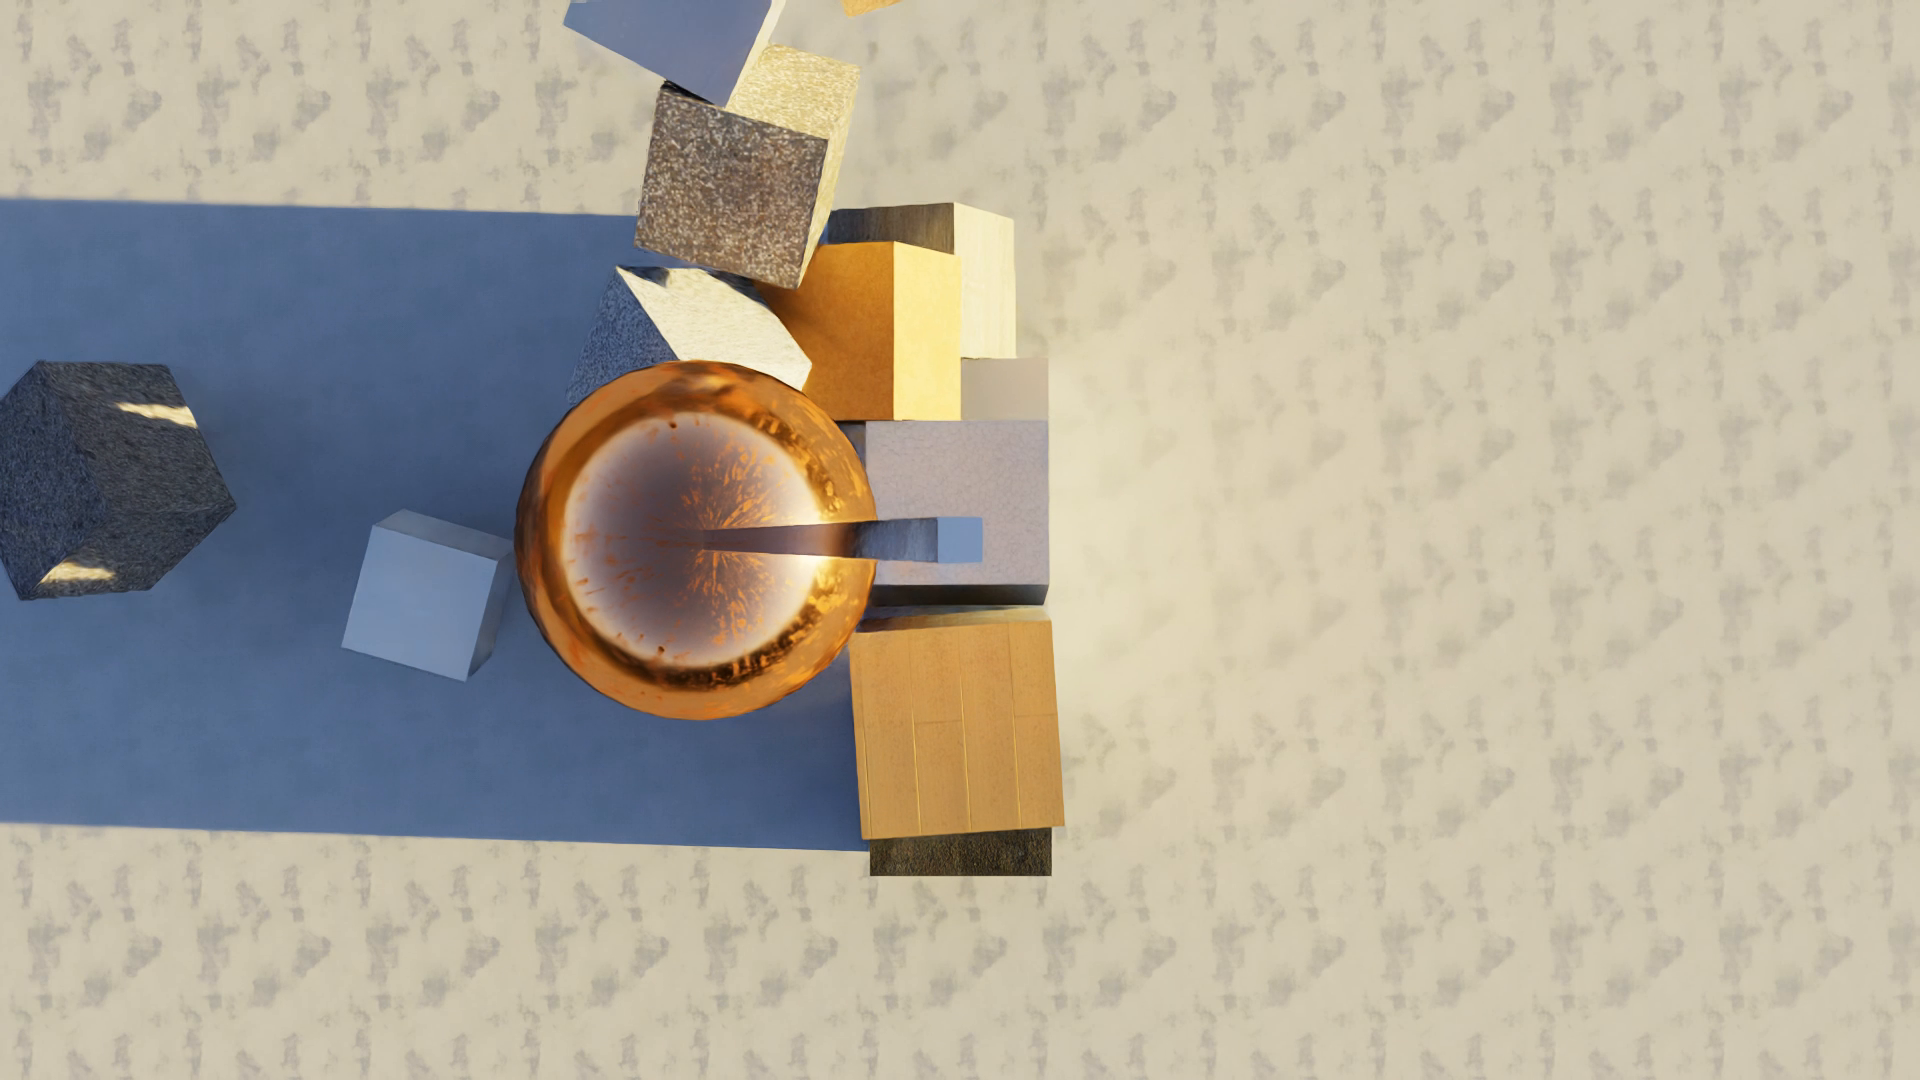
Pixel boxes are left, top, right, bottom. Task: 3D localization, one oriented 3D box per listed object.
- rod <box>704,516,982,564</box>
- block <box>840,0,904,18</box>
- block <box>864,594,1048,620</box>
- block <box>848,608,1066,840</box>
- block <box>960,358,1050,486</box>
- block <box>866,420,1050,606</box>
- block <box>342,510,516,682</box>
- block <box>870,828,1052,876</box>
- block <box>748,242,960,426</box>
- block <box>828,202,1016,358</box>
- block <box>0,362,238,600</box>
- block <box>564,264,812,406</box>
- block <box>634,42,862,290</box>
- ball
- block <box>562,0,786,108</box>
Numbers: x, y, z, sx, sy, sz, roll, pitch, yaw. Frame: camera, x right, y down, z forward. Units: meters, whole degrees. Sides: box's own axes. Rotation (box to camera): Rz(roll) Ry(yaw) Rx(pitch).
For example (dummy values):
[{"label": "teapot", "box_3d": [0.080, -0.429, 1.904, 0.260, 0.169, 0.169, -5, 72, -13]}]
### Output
[{"label": "rod", "box_3d": [-0.501, 0.000, 6.382, 0.080, 5.200, 0.080, 0, 90, -11]}, {"label": "block", "box_3d": [-0.260, -3.049, 10.145, 0.846, 0.705, 0.796, -15, 53, 9]}, {"label": "block", "box_3d": [-0.019, 0.442, 12.517, 1.006, 0.966, 0.952, 0, 90, 0]}, {"label": "block", "box_3d": [-0.017, 0.931, 11.495, 1.016, 1.078, 1.032, -4, 92, 0]}, {"label": "block", "box_3d": [-0.007, -0.521, 12.580, 1.001, 0.840, 0.963, 0, 90, 0]}, {"label": "block", "box_3d": [-0.011, -0.127, 11.579, 0.924, 0.928, 0.842, 0, 82, 0]}, {"label": "block", "box_3d": [-3.014, 0.307, 12.589, 0.714, 0.694, 0.713, 16, 98, -3]}, {"label": "block", "box_3d": [0.004, 1.386, 12.532, 0.999, 0.936, 0.917, 0, 90, 0]}, {"label": "block", "box_3d": [-0.568, -1.072, 11.659, 0.879, 0.858, 0.899, 1, 92, 23]}, {"label": "block", "box_3d": [-0.204, -1.423, 12.438, 0.760, 0.877, 0.828, 0, 91, 23]}, {"label": "block", "box_3d": [-4.843, -0.336, 12.319, 0.882, 0.872, 0.977, -36, 76, 26]}, {"label": "block", "box_3d": [-1.384, -0.808, 11.120, 0.788, 0.767, 0.819, 53, 129, 35]}, {"label": "block", "box_3d": [-1.049, -1.909, 10.927, 0.832, 0.856, 0.844, 15, 126, -1]}, {"label": "ball", "box_3d": [-1.157, 0.000, 9.718, 1.600, 1.600, 1.600, 0, 90, 0]}, {"label": "block", "box_3d": [-1.264, -2.672, 10.400, 0.842, 0.763, 0.701, 27, 126, -7]}]
